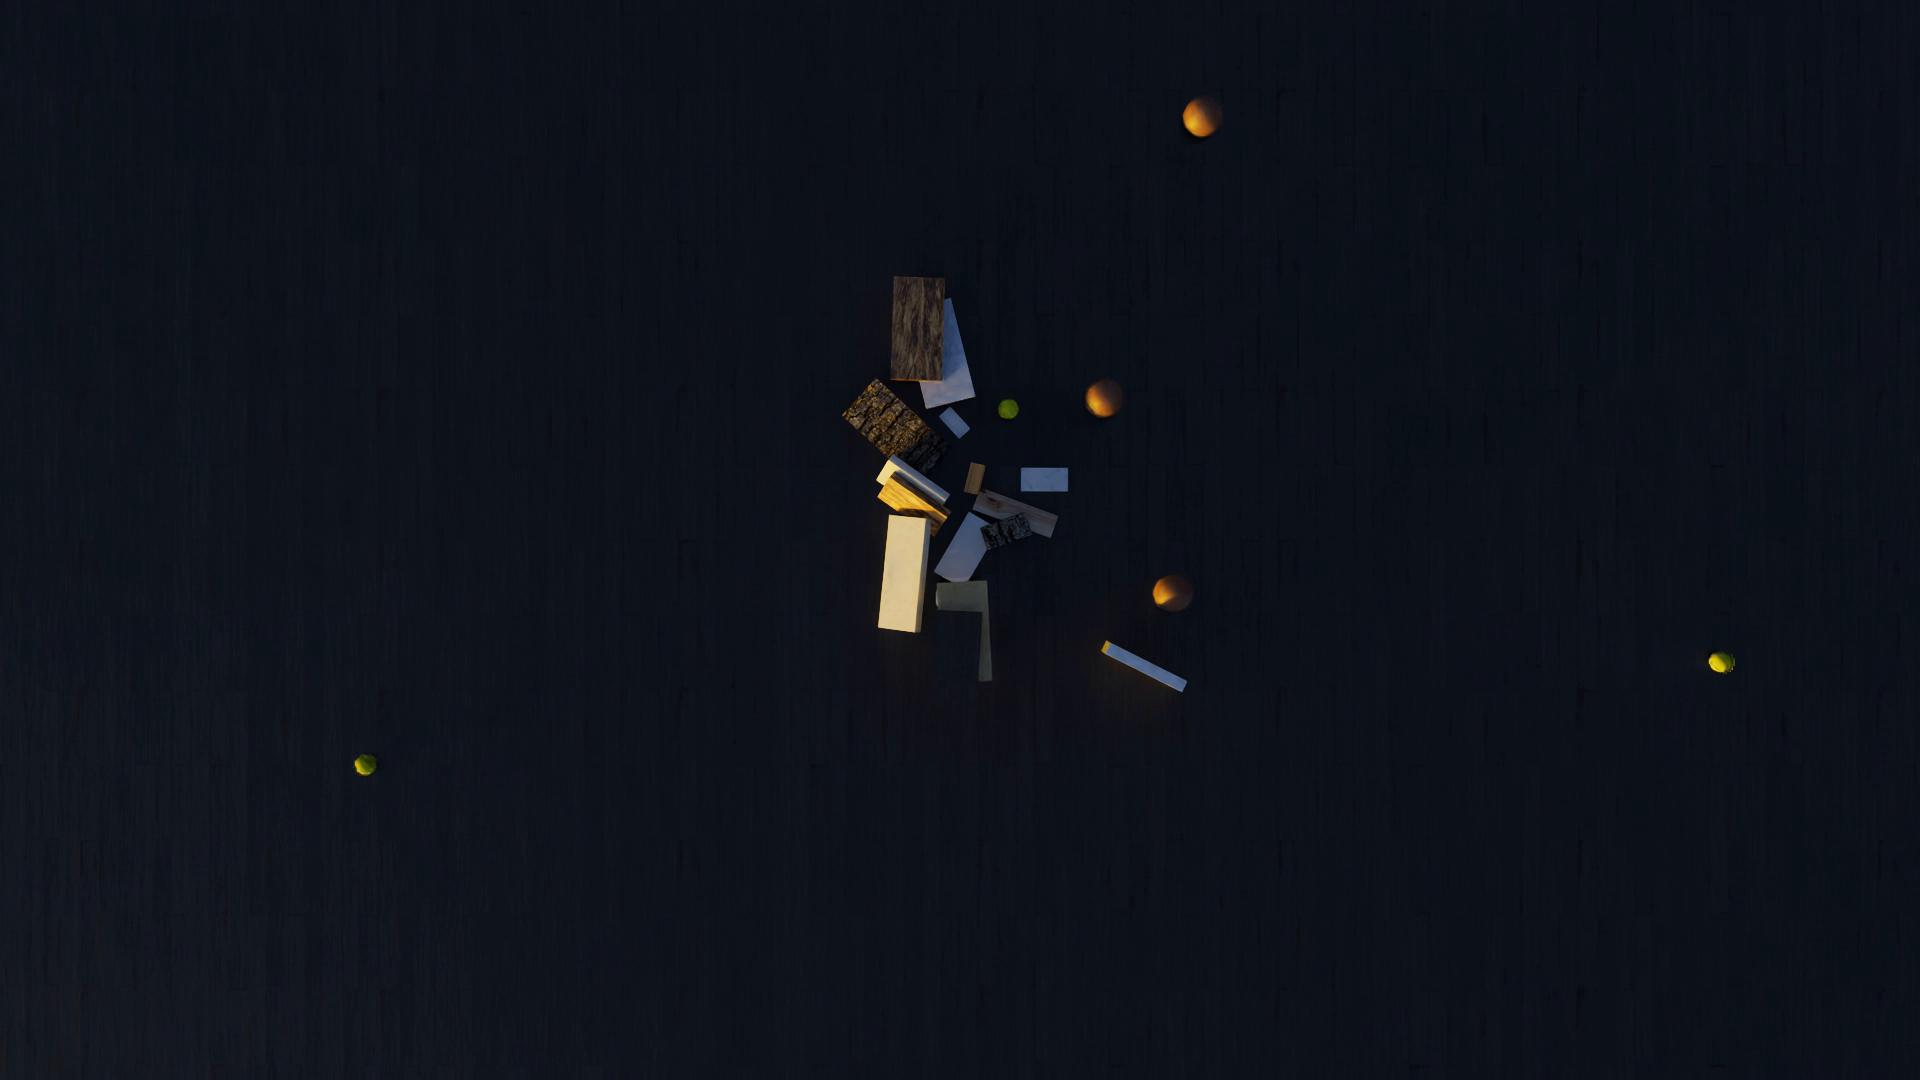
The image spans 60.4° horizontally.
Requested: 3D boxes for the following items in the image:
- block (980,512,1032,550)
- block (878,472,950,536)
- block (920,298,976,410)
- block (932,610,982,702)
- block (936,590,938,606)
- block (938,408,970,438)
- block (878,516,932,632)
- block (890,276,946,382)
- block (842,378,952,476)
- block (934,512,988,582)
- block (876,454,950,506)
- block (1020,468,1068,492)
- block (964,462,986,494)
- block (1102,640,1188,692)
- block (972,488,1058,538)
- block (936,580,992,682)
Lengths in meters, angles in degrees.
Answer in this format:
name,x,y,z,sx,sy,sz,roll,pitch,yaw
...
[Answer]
name,x,y,z,sx,sy,sz,roll,pitch,yaw
block,0.153,-0.029,5.459,0.156,0.022,0.078,-19,95,-4
block,-0.151,-0.118,5.446,0.230,0.115,0.033,35,48,0
block,-0.071,-0.617,5.476,0.168,0.048,0.336,-14,90,0
block,-0.009,0.360,5.122,0.140,0.040,0.280,4,90,0
block,0.002,0.184,5.343,0.157,0.313,0.044,-1,89,0
block,-0.018,-0.391,5.493,0.050,0.014,0.101,-43,90,0
block,-0.182,0.110,5.447,0.140,0.040,0.374,6,91,29
block,-0.138,-0.693,5.429,0.168,0.048,0.336,2,90,0
block,-0.210,-0.361,5.476,0.336,0.048,0.168,42,90,0
block,0.021,0.035,5.484,0.115,0.033,0.230,30,90,0
block,-0.155,-0.175,5.446,0.230,0.115,0.033,35,48,0
block,0.281,-0.201,5.489,0.156,0.022,0.078,0,90,0
block,0.049,-0.204,5.482,0.050,0.014,0.101,14,90,28
block,0.605,0.414,5.430,0.280,0.140,0.040,27,90,0
block,0.184,-0.091,5.489,0.276,0.022,0.078,20,90,0
block,0.014,0.286,5.164,0.157,0.044,0.313,-3,90,0
